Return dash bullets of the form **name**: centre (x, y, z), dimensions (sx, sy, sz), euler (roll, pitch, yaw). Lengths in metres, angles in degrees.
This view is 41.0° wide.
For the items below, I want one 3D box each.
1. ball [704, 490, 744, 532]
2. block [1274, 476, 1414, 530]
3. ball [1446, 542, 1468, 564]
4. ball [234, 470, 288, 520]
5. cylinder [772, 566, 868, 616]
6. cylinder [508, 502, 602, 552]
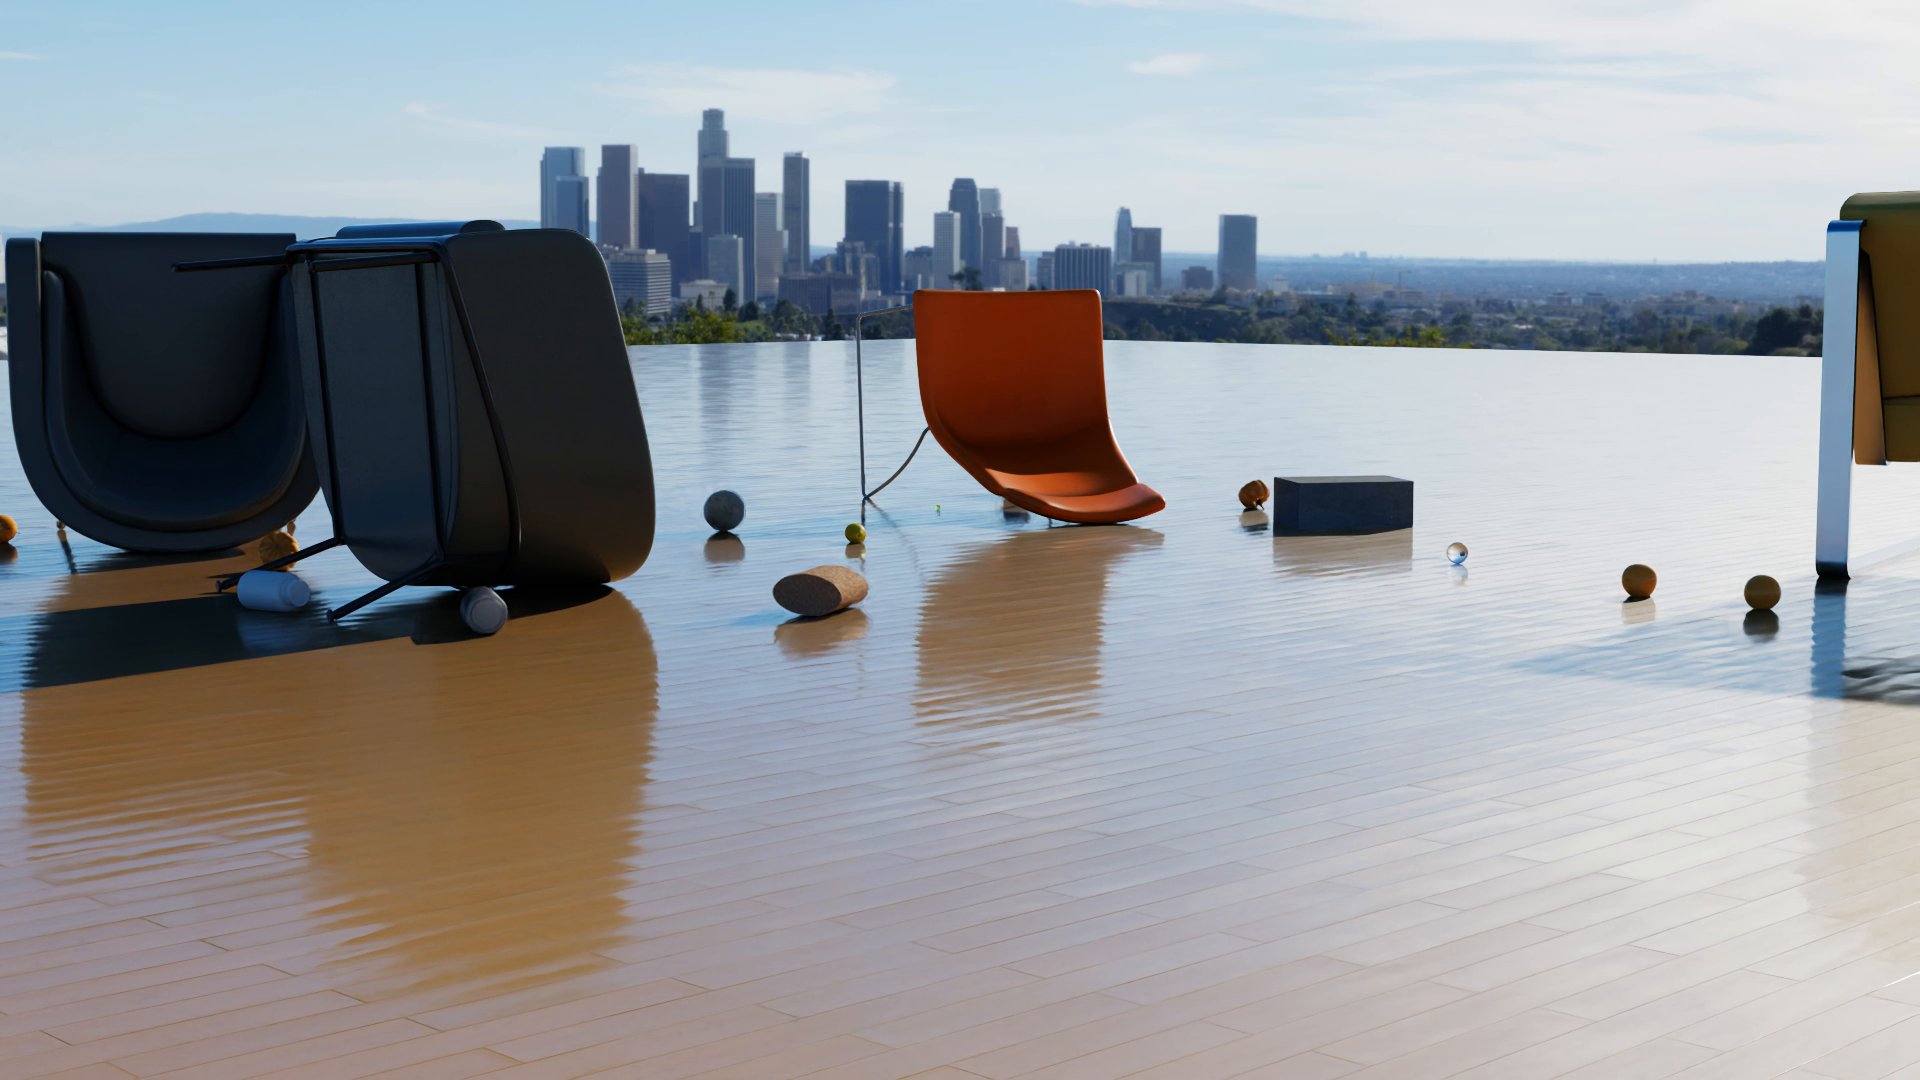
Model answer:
- **ball**: centre (-0.610, -0.076, 6.630), dimensions (0.106, 0.106, 0.106), euler (0, 6, 0)
- **block**: centre (1.015, -0.101, 6.804), dimensions (0.315, 0.121, 0.212), euler (-1, 6, -11)
- **ball**: centre (1.141, 0.029, 5.881), dimensions (0.050, 0.050, 0.050), euler (0, 6, 0)
- **ball**: centre (-1.881, -0.120, 6.907), dimensions (0.137, 0.137, 0.137), euler (0, 6, 0)
- **cylinder**: centre (-0.273, 0.099, 5.053), dimensions (0.142, 0.081, 0.163), euler (7, 7, 16)
- **cylinder**: centre (-0.979, -0.033, 6.210), dimensions (0.170, 0.098, 0.201), euler (-15, 3, 12)
